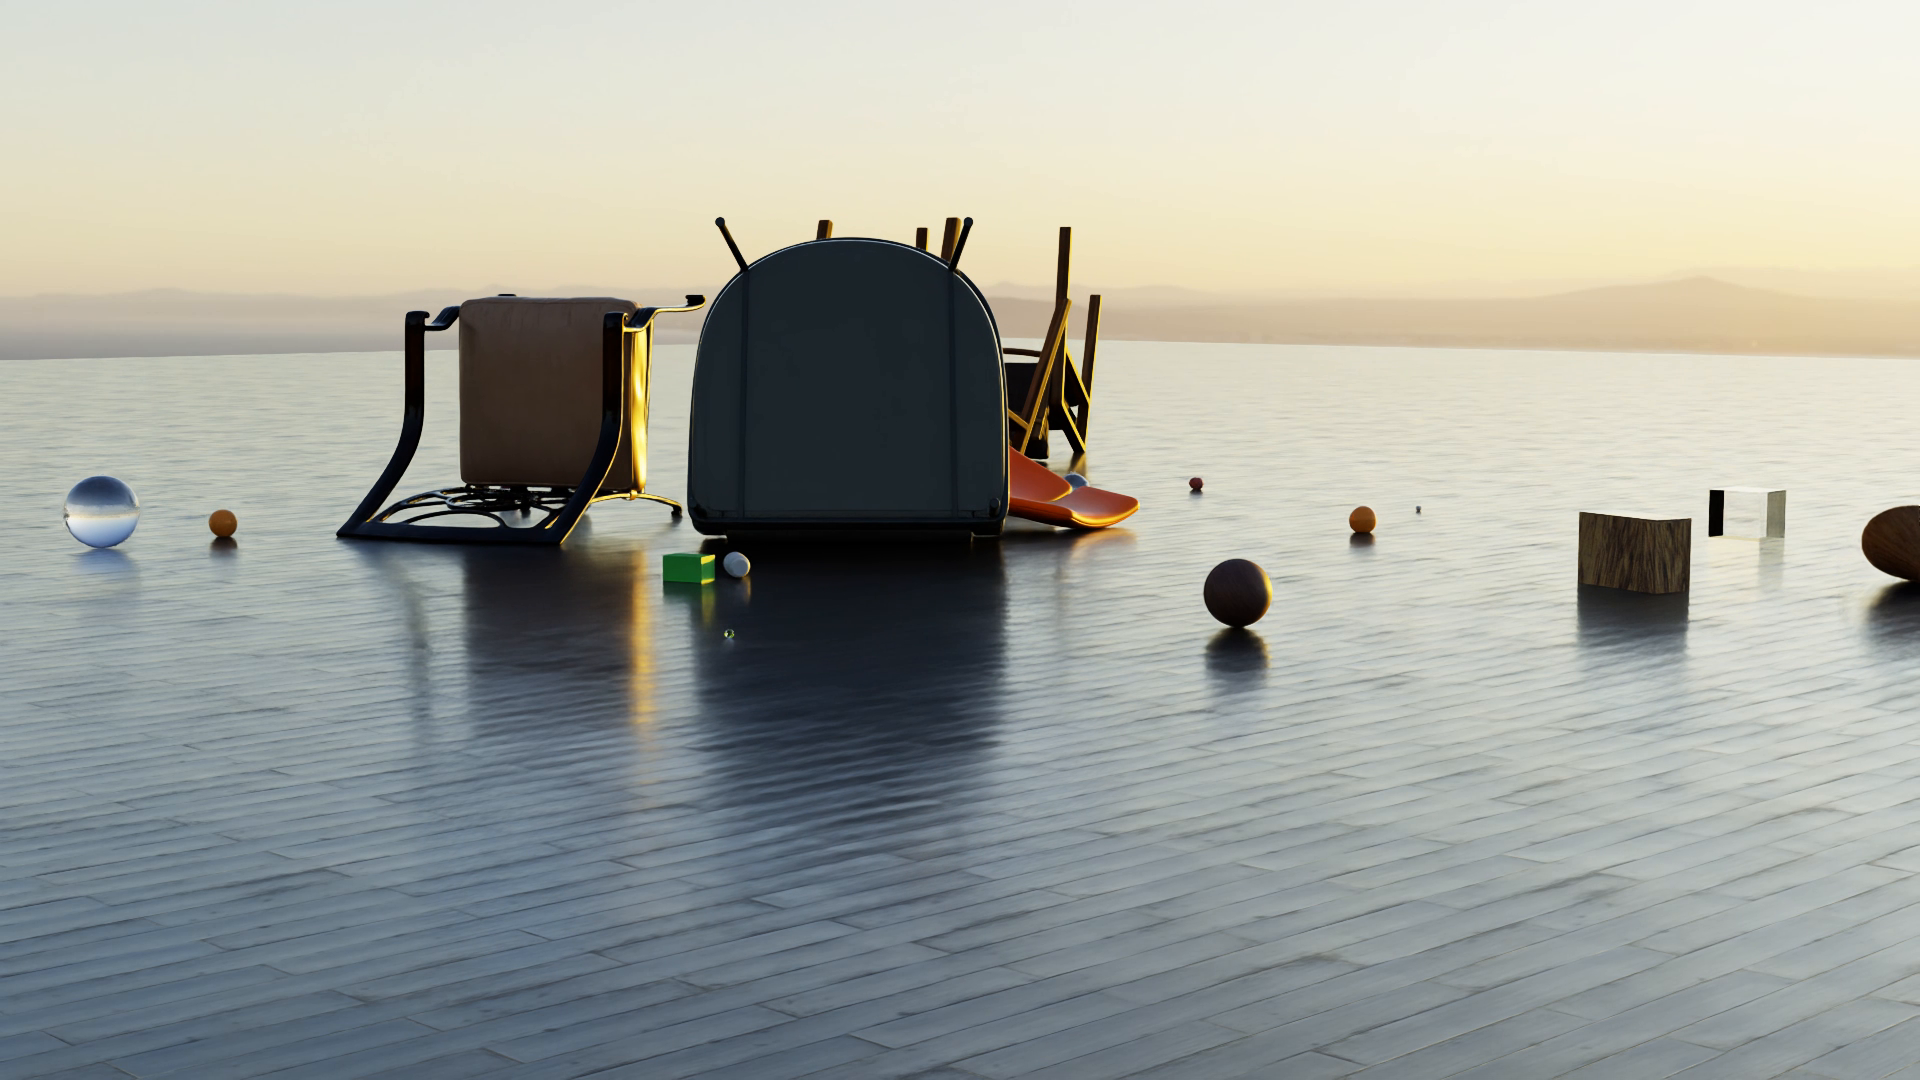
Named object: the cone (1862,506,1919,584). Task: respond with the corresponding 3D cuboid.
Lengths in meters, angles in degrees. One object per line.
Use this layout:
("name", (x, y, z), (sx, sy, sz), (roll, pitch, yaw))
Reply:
("cone", (2.064, 0.058, 5.440), (0.245, 0.174, 0.210), (18, 26, -16))

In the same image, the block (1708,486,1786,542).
("block", (1.982, -0.066, 6.459), (0.128, 0.122, 0.141), (-6, 8, -44))

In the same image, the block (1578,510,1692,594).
("block", (1.429, 0.023, 5.443), (0.098, 0.154, 0.231), (-3, 7, -29))

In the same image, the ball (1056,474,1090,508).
("ball", (0.320, -0.138, 7.269), (0.099, 0.099, 0.099), (0, 6, 0))

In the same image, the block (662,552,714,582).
("block", (-0.588, 0.060, 5.563), (0.097, 0.055, 0.058), (3, 6, 24))

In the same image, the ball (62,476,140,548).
("ball", (-2.080, -0.069, 6.215), (0.177, 0.177, 0.177), (0, 6, 0))
